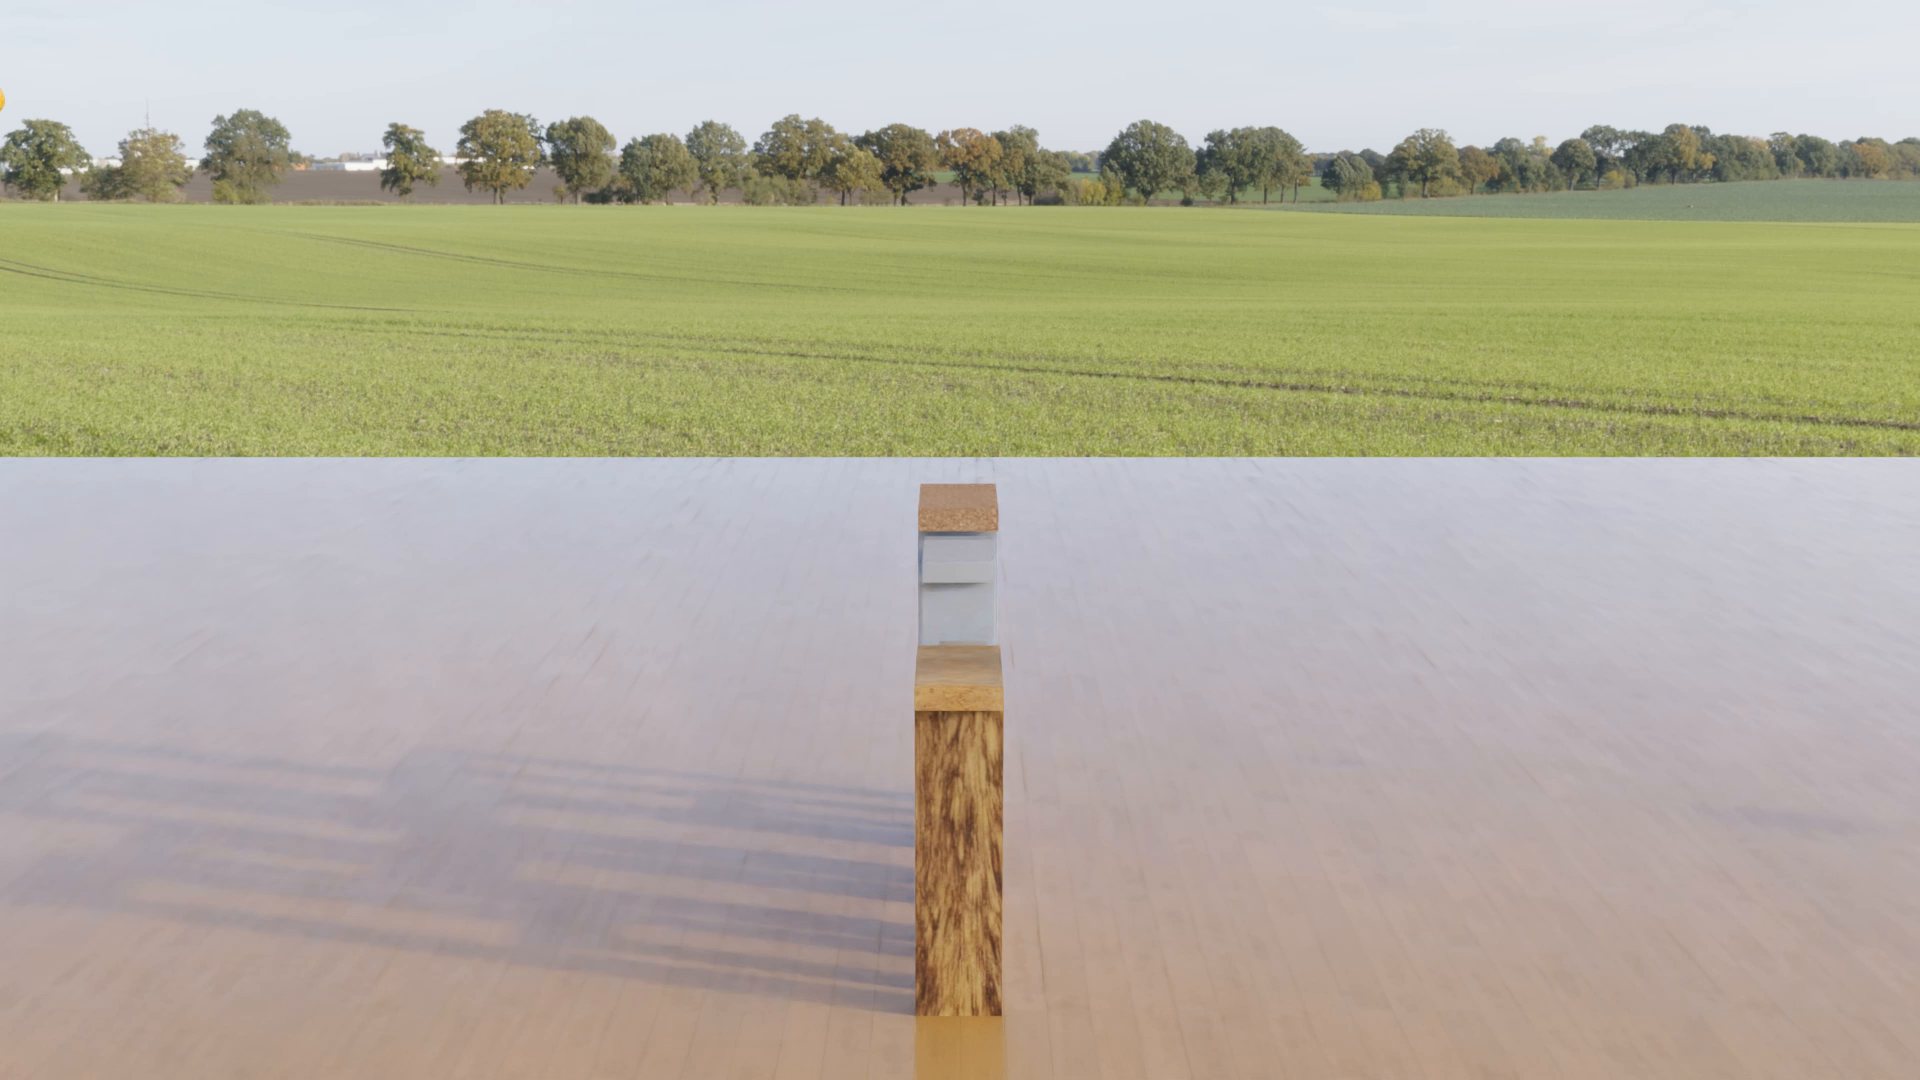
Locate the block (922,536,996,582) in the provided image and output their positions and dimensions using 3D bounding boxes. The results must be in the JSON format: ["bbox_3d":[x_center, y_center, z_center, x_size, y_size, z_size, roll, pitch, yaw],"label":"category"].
[{"bbox_3d":[-0.002,0.030,3.542,0.113,0.032,0.227,0,11,0],"label":"block"}]

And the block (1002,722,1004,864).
[{"bbox_3d":[0.000,0.436,3.706,0.145,0.290,0.041,0,11,0],"label":"block"}]

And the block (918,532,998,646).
[{"bbox_3d":[-0.004,0.108,3.722,0.133,0.266,0.038,0,11,0],"label":"block"}]

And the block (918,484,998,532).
[{"bbox_3d":[-0.003,-0.058,3.782,0.133,0.038,0.266,0,11,0],"label":"block"}]

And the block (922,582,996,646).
[{"bbox_3d":[-0.002,0.187,3.494,0.113,0.260,0.032,0,11,0],"label":"block"}]

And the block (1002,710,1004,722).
[{"bbox_3d":[0.000,0.255,3.771,0.145,0.041,0.290,0,11,0],"label":"block"}]

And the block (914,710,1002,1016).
[{"bbox_3d":[-0.002,0.455,3.137,0.124,0.459,0.035,0,11,0],"label":"block"}]

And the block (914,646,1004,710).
[{"bbox_3d":[-0.002,0.197,3.173,0.124,0.035,0.247,0,11,0],"label":"block"}]

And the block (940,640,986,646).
[{"bbox_3d":[0.004,0.182,3.375,0.073,0.021,0.147,0,11,0],"label":"block"}]
